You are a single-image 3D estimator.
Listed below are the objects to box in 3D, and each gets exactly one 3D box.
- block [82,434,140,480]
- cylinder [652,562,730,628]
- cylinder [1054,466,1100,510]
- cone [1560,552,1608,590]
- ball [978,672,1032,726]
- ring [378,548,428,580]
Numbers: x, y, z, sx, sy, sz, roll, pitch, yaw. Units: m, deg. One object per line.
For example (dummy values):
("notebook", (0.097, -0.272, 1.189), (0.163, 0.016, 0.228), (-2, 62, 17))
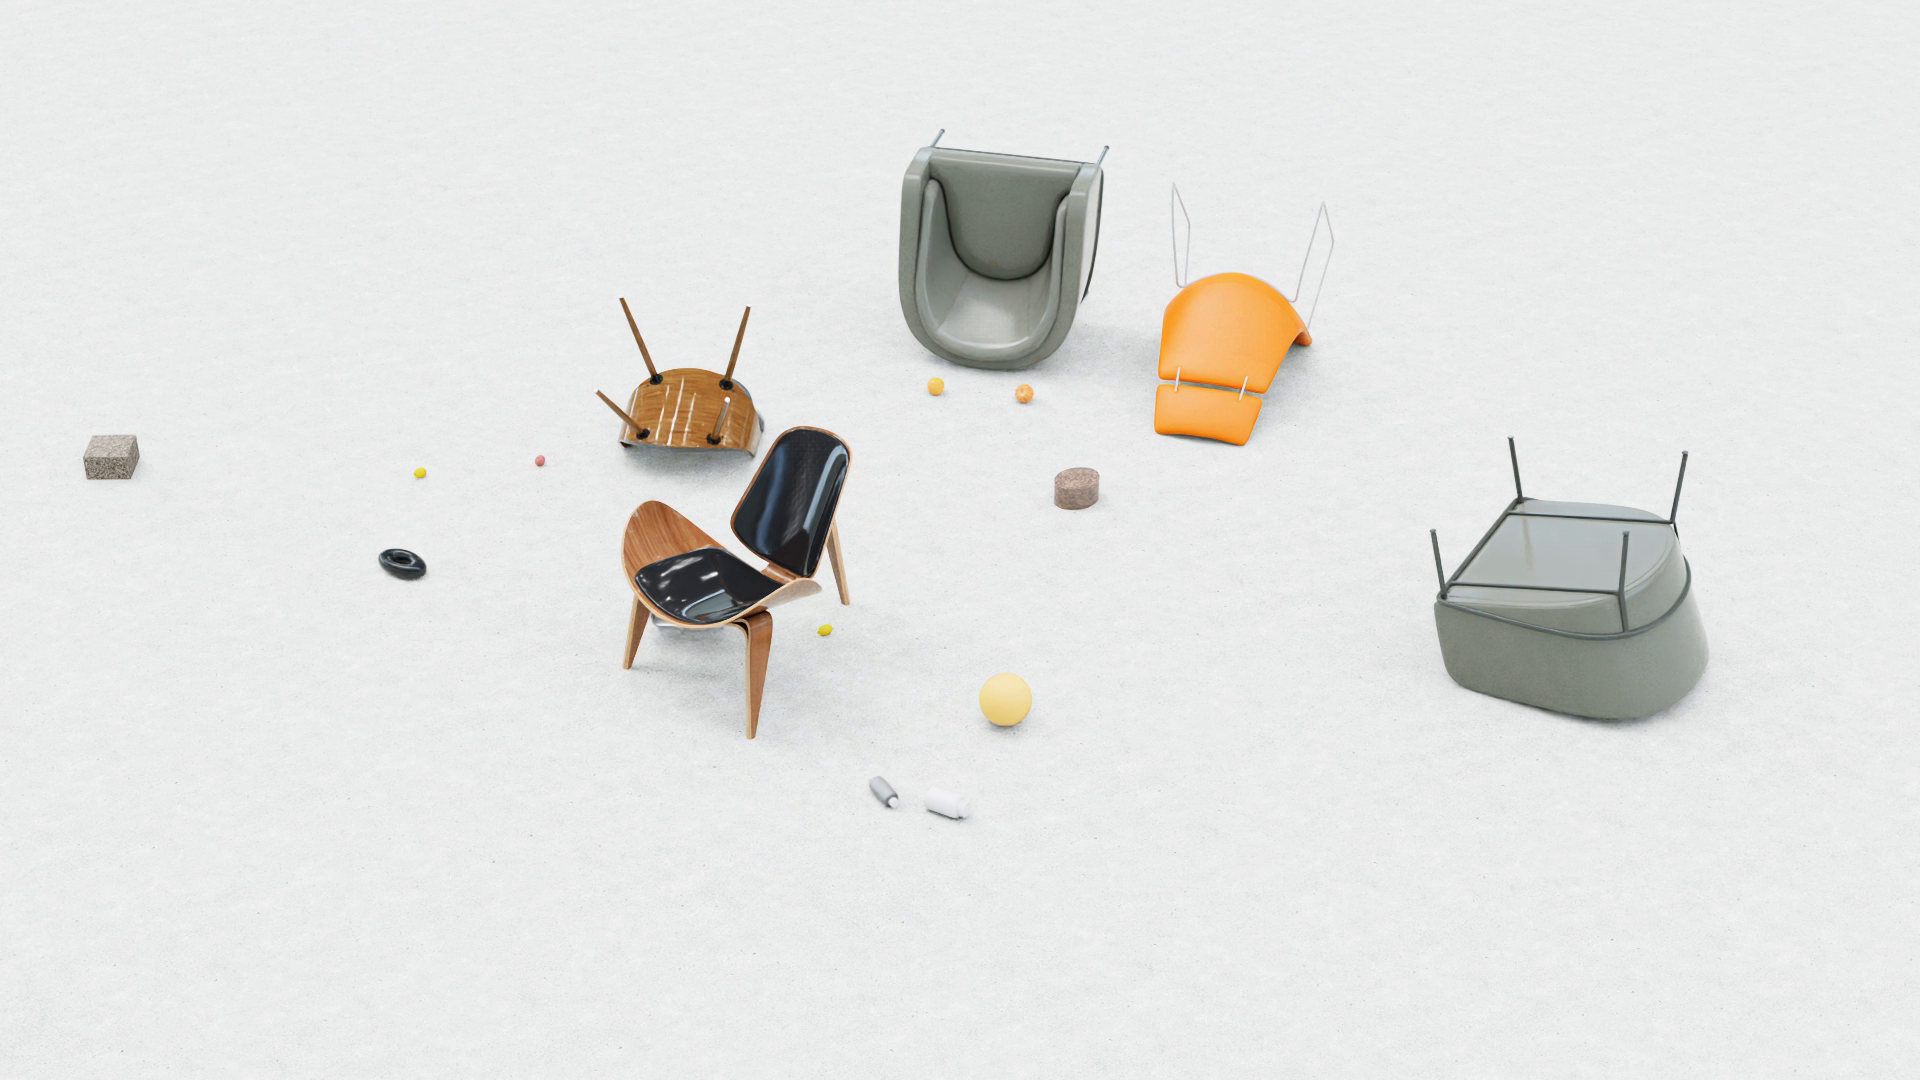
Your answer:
("block", (-3.281, -0.321, 11.339), (0.168, 0.101, 0.166), (-1, 33, -1))
("cylinder", (-0.961, 0.198, 10.456), (0.247, 0.206, 0.258), (1, 39, 2))
("cylinder", (0.444, -0.196, 11.155), (0.186, 0.094, 0.148), (-21, 39, -28))
("cone", (2.235, 0.139, 10.691), (0.206, 0.096, 0.144), (29, 61, 34))
("ball", (0.155, 0.541, 9.958), (0.182, 0.182, 0.182), (0, 33, 0))
("ring", (-2.047, 0.087, 10.763), (0.217, 0.056, 0.125), (20, 40, 29))
